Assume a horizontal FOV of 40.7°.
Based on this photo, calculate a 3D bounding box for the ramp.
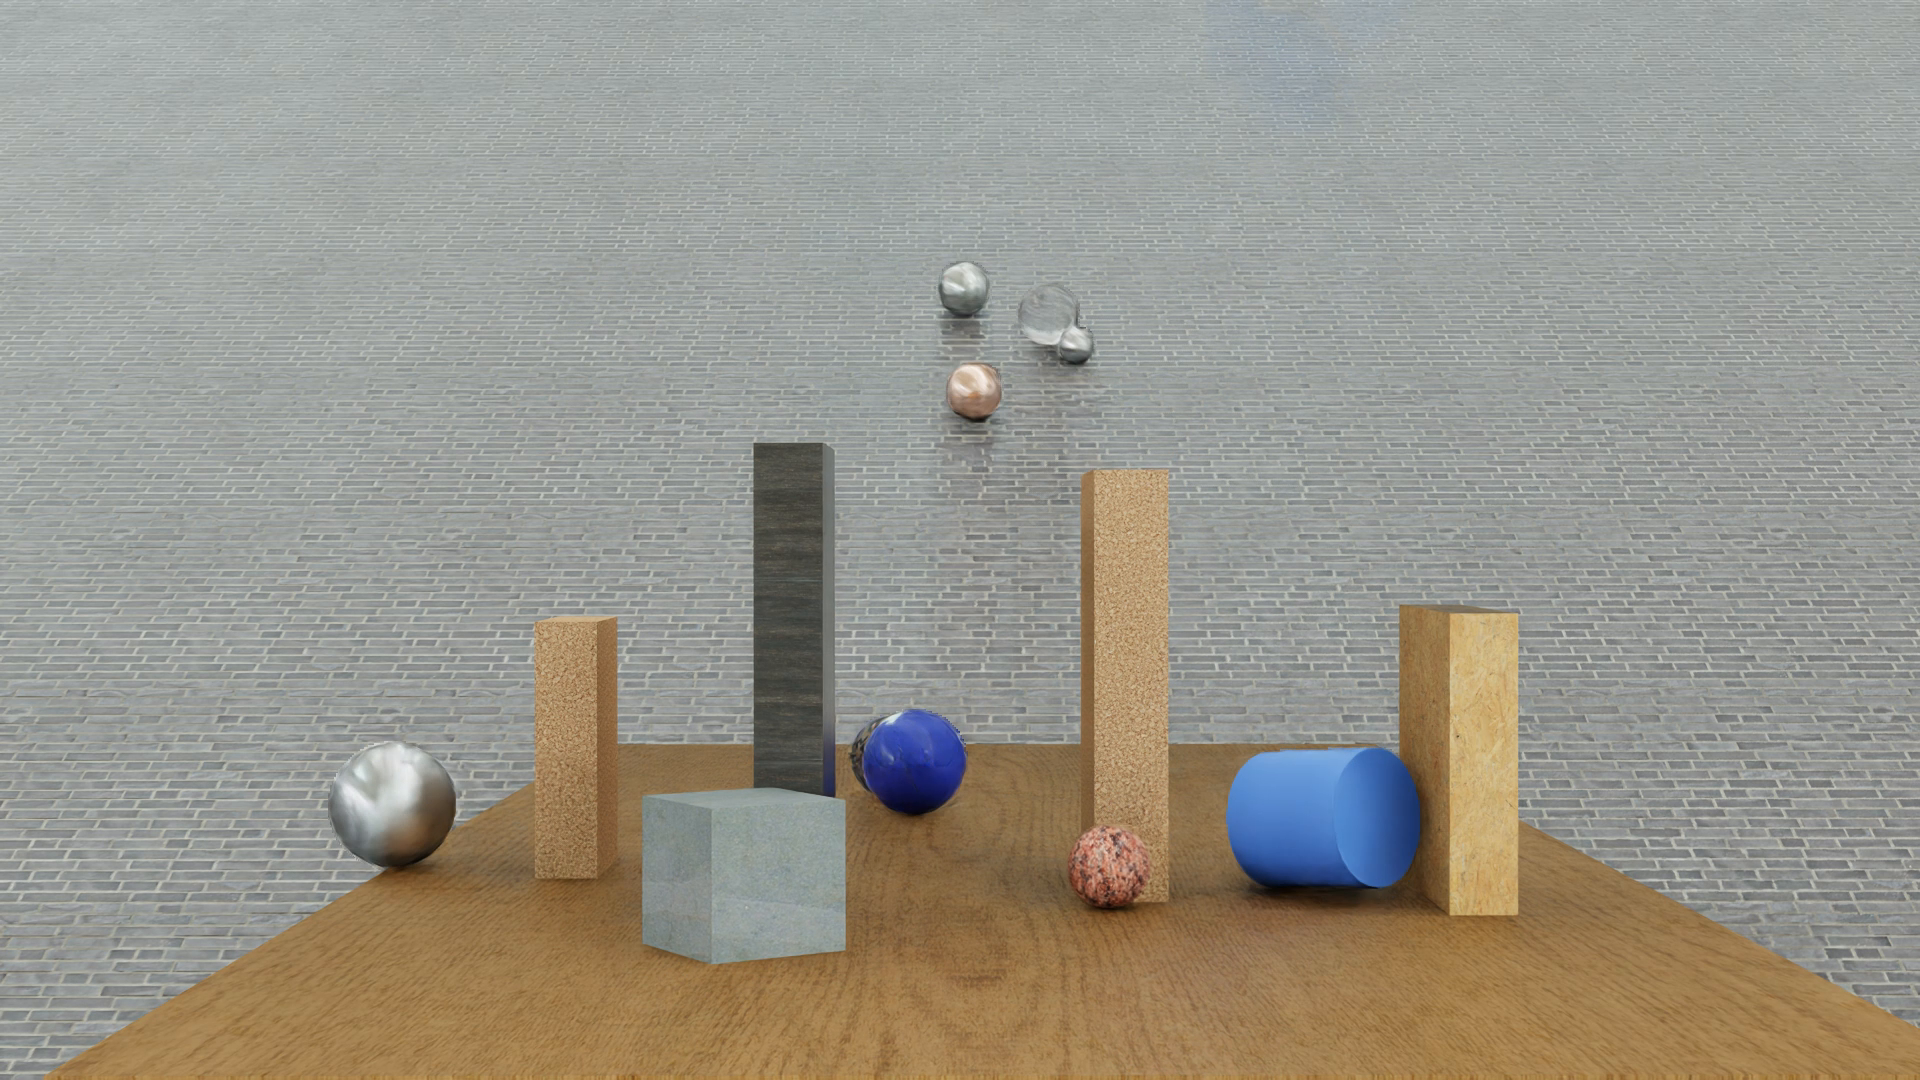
[{"bbox_3d":[0.065,0.585,4.633,2.000,0.100,4.000,0,0,0],"label":"ramp"}]

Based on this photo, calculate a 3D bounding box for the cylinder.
[{"bbox_3d":[0.554,0.424,3.940,0.208,0.208,0.208,-8,16,47],"label":"cylinder"}]

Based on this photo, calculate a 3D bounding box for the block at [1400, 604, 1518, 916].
[{"bbox_3d":[0.752,0.321,3.927,0.098,0.434,0.425,0,0,0],"label":"block"}]

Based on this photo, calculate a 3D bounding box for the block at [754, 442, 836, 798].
[{"bbox_3d":[-0.238,0.202,3.751,0.096,0.675,0.353,0,0,0],"label":"block"}]

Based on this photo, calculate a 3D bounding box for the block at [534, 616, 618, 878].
[{"bbox_3d":[-0.626,0.333,4.230,0.099,0.408,0.245,0,0,0],"label":"block"}]

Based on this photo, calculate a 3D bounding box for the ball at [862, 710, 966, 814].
[{"bbox_3d":[-0.089,0.432,5.022,0.201,0.201,0.201,0,29,0],"label":"ball"}]

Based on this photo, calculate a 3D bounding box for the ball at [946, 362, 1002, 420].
[{"bbox_3d":[0.045,-0.486,8.434,0.187,0.187,0.187,0,29,0],"label":"ball"}]

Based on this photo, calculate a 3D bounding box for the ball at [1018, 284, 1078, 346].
[{"bbox_3d":[0.306,-0.778,8.937,0.210,0.210,0.210,0,29,0],"label":"ball"}]

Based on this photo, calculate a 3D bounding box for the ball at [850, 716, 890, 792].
[{"bbox_3d":[-0.141,0.447,5.319,0.168,0.168,0.168,0,29,0],"label":"ball"}]

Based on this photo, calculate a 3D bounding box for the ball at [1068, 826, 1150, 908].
[{"bbox_3d":[0.218,0.479,3.786,0.121,0.121,0.121,0,29,0],"label":"ball"}]

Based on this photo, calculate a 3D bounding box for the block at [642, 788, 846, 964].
[{"bbox_3d":[-0.288,0.442,3.438,0.199,0.199,0.199,0,0,-33],"label":"block"}]

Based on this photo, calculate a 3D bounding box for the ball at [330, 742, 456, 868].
[{"bbox_3d":[-0.931,0.436,4.249,0.204,0.204,0.204,0,29,0],"label":"ball"}]

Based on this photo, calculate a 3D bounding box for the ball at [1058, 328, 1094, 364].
[{"bbox_3d":[0.396,-0.662,8.817,0.124,0.124,0.124,0,29,0],"label":"ball"}]

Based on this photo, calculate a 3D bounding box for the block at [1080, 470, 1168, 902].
[{"bbox_3d":[0.255,0.216,4.053,0.110,0.644,0.416,0,0,0],"label":"block"}]

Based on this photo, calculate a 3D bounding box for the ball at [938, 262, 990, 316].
[{"bbox_3d":[0.015,-0.890,9.162,0.186,0.186,0.186,0,29,0],"label":"ball"}]
